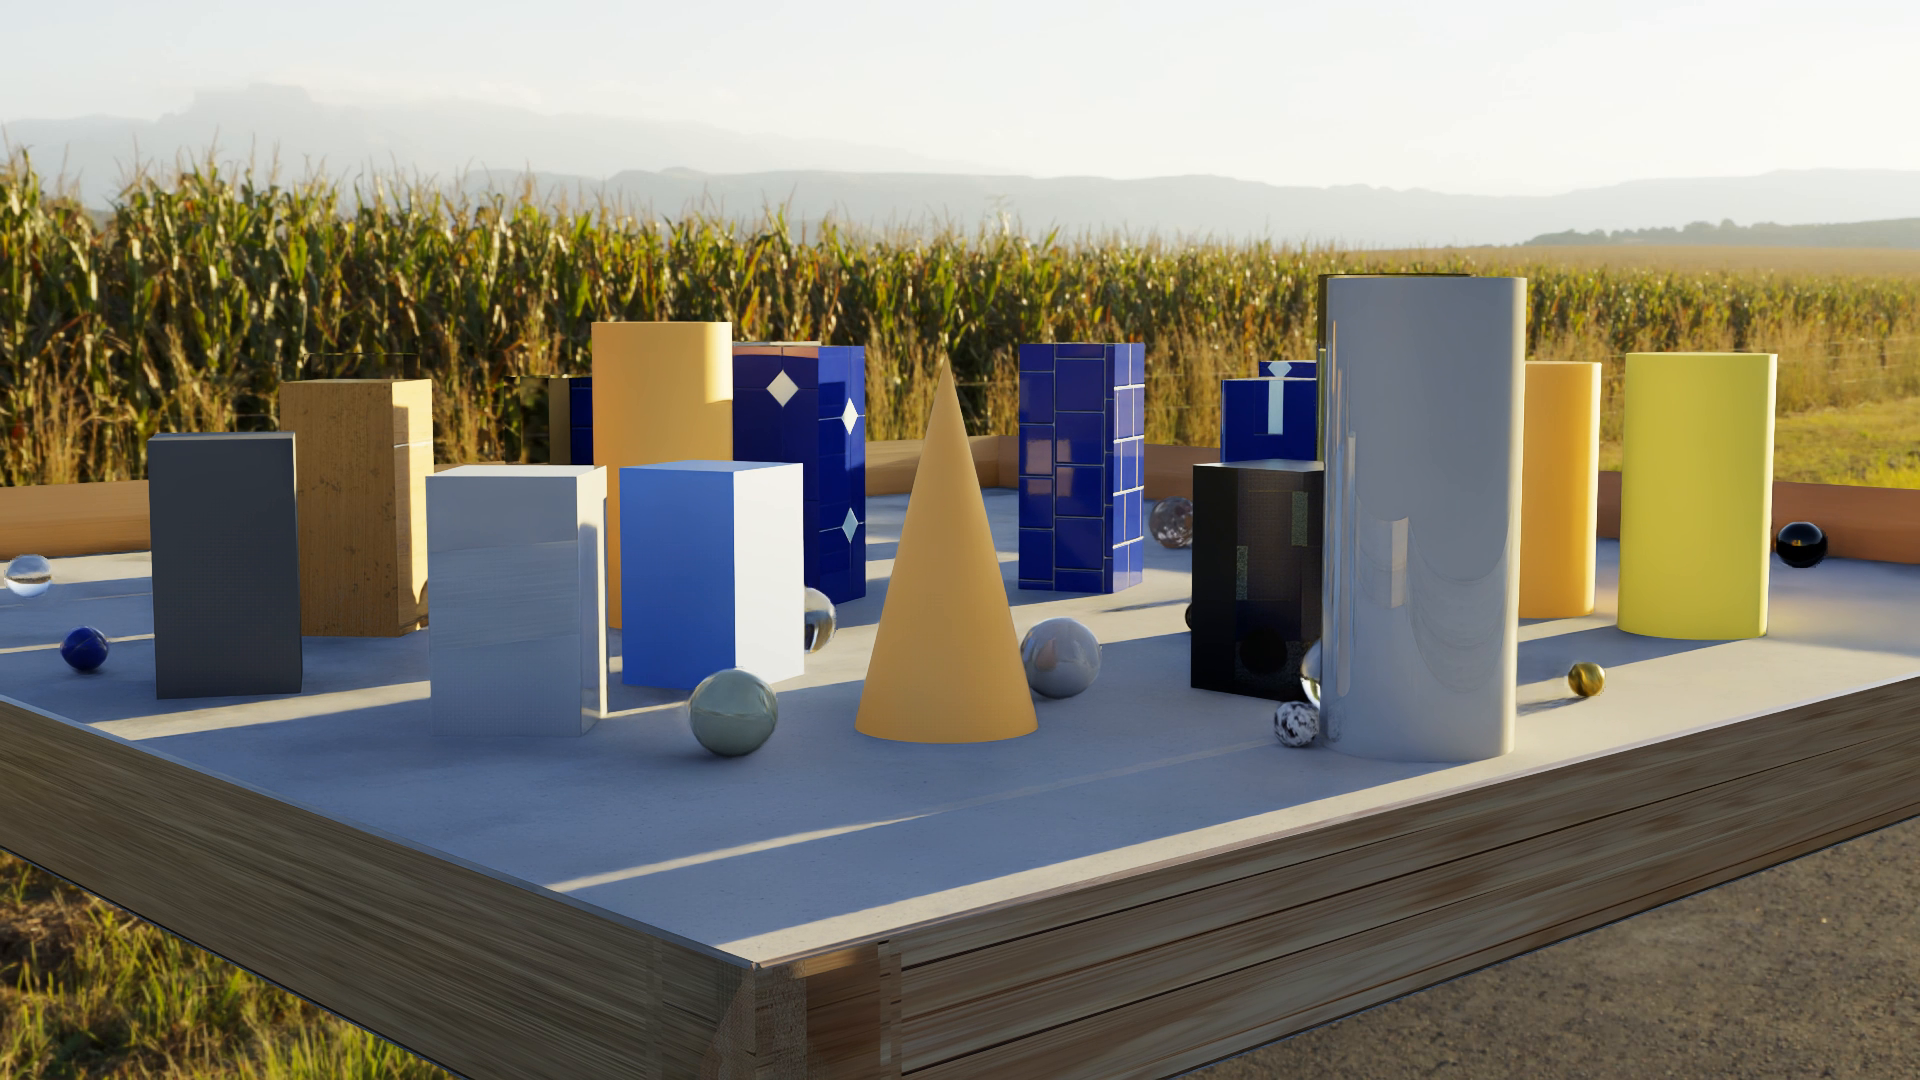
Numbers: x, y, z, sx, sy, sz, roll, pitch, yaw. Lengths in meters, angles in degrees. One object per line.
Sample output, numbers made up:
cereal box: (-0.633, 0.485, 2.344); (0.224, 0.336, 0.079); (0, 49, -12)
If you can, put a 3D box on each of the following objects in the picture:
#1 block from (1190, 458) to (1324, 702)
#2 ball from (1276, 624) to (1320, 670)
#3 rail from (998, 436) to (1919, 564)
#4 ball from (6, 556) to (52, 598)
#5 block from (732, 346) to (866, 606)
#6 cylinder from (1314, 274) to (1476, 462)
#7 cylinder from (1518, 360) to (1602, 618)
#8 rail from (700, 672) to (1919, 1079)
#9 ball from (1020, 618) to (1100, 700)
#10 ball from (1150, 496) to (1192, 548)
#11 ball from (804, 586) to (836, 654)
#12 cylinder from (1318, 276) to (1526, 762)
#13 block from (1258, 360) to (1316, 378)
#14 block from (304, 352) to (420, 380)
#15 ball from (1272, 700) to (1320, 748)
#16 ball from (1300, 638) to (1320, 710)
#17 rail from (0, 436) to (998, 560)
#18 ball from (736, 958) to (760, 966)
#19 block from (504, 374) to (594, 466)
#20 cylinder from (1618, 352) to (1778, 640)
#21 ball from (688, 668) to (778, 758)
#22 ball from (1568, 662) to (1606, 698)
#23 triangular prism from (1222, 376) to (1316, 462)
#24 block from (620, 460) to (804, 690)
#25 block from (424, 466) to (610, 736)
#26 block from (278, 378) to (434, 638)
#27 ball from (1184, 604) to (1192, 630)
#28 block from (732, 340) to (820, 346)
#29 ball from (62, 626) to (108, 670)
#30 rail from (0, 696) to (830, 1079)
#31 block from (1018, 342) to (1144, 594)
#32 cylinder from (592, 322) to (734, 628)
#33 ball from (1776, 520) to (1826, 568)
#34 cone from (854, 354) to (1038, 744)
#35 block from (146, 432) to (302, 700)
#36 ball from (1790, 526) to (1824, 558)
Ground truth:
block: (0.386, 0.043, 2.595); (0.159, 0.264, 0.159); (6, 8, 45)
ball: (0.423, 0.133, 2.733); (0.058, 0.058, 0.058); (0, 6, 0)
rail: (1.171, -0.078, 4.407); (0.045, 0.129, 3.214); (-5, 8, -42)
ball: (-1.448, 0.057, 3.421); (0.065, 0.065, 0.065); (0, 6, 0)
block: (-0.251, -0.102, 3.376); (0.159, 0.391, 0.159); (3, 6, 23)
cylinder: (0.556, -0.094, 2.826); (0.198, 0.490, 0.198); (0, 6, 0)
cylinder: (0.845, -0.080, 3.273); (0.198, 0.368, 0.198); (0, 6, 0)
rail: (1.074, 0.154, 2.175); (3.235, 0.129, 0.045); (-5, 8, -42)
ball: (0.114, 0.136, 2.527); (0.094, 0.094, 0.094); (0, 6, 0)
ball: (0.405, -0.034, 4.137); (0.098, 0.098, 0.098); (0, 6, 0)
ball: (-0.205, 0.105, 2.853); (0.089, 0.089, 0.089); (0, 6, 0)
cylinder: (0.471, -0.027, 2.249); (0.198, 0.477, 0.198); (0, 6, 0)
block: (0.687, -0.172, 4.260); (0.159, 0.347, 0.159); (5, 8, 40)
block: (-1.036, -0.138, 3.824); (0.159, 0.370, 0.159); (-3, 7, -29)
ball: (0.343, 0.188, 2.250); (0.047, 0.047, 0.047); (0, 6, 0)
ball: (0.422, 0.147, 2.408); (0.097, 0.097, 0.097); (0, 6, 0)
rail: (-1.074, -0.087, 4.489); (3.235, 0.129, 0.045); (-5, 8, -42)
ball: (-0.126, 0.276, 1.222); (0.086, 0.086, 0.086); (0, 6, 0)
block: (-0.691, -0.123, 3.875); (0.159, 0.330, 0.159); (-5, 8, -40)
cylinder: (1.025, -0.066, 3.062); (0.198, 0.385, 0.198); (0, 6, 0)
ball: (-0.227, 0.173, 2.201); (0.089, 0.089, 0.089); (0, 6, 0)
ball: (0.724, 0.161, 2.542); (0.042, 0.042, 0.042); (0, 6, 0)
triangular prism: (0.441, -0.051, 3.083); (0.172, 0.351, 0.149); (0, 6, -2)
block: (-0.298, 0.040, 2.655); (0.159, 0.259, 0.159); (3, 7, 26)
block: (-0.474, 0.062, 2.374); (0.159, 0.274, 0.159); (0, 6, 2)
block: (-0.839, -0.049, 3.076); (0.159, 0.347, 0.159); (1, 6, 5)
ball: (0.334, 0.106, 3.050); (0.045, 0.045, 0.045); (0, 6, 0)
block: (-0.392, -0.209, 4.448); (0.159, 0.383, 0.159); (4, 7, 35)
ball: (-1.085, 0.135, 2.728); (0.054, 0.054, 0.054); (0, 6, 0)
rail: (-1.171, 0.146, 2.257); (0.045, 0.129, 3.214); (-5, 8, -42)
block: (0.197, -0.121, 3.552); (0.159, 0.392, 0.159); (2, 6, 22)
cylinder: (-0.425, -0.097, 3.154); (0.198, 0.428, 0.198); (0, 6, 0)
ball: (1.457, 0.008, 3.811); (0.082, 0.082, 0.082); (0, 6, 0)
cone: (-0.015, 0.000, 2.349); (0.198, 0.402, 0.198); (0, 6, 0)
block: (-0.868, 0.025, 2.609); (0.159, 0.298, 0.159); (-2, 6, -16)
ball: (1.531, 0.004, 3.973); (0.057, 0.057, 0.057); (0, 6, 0)
